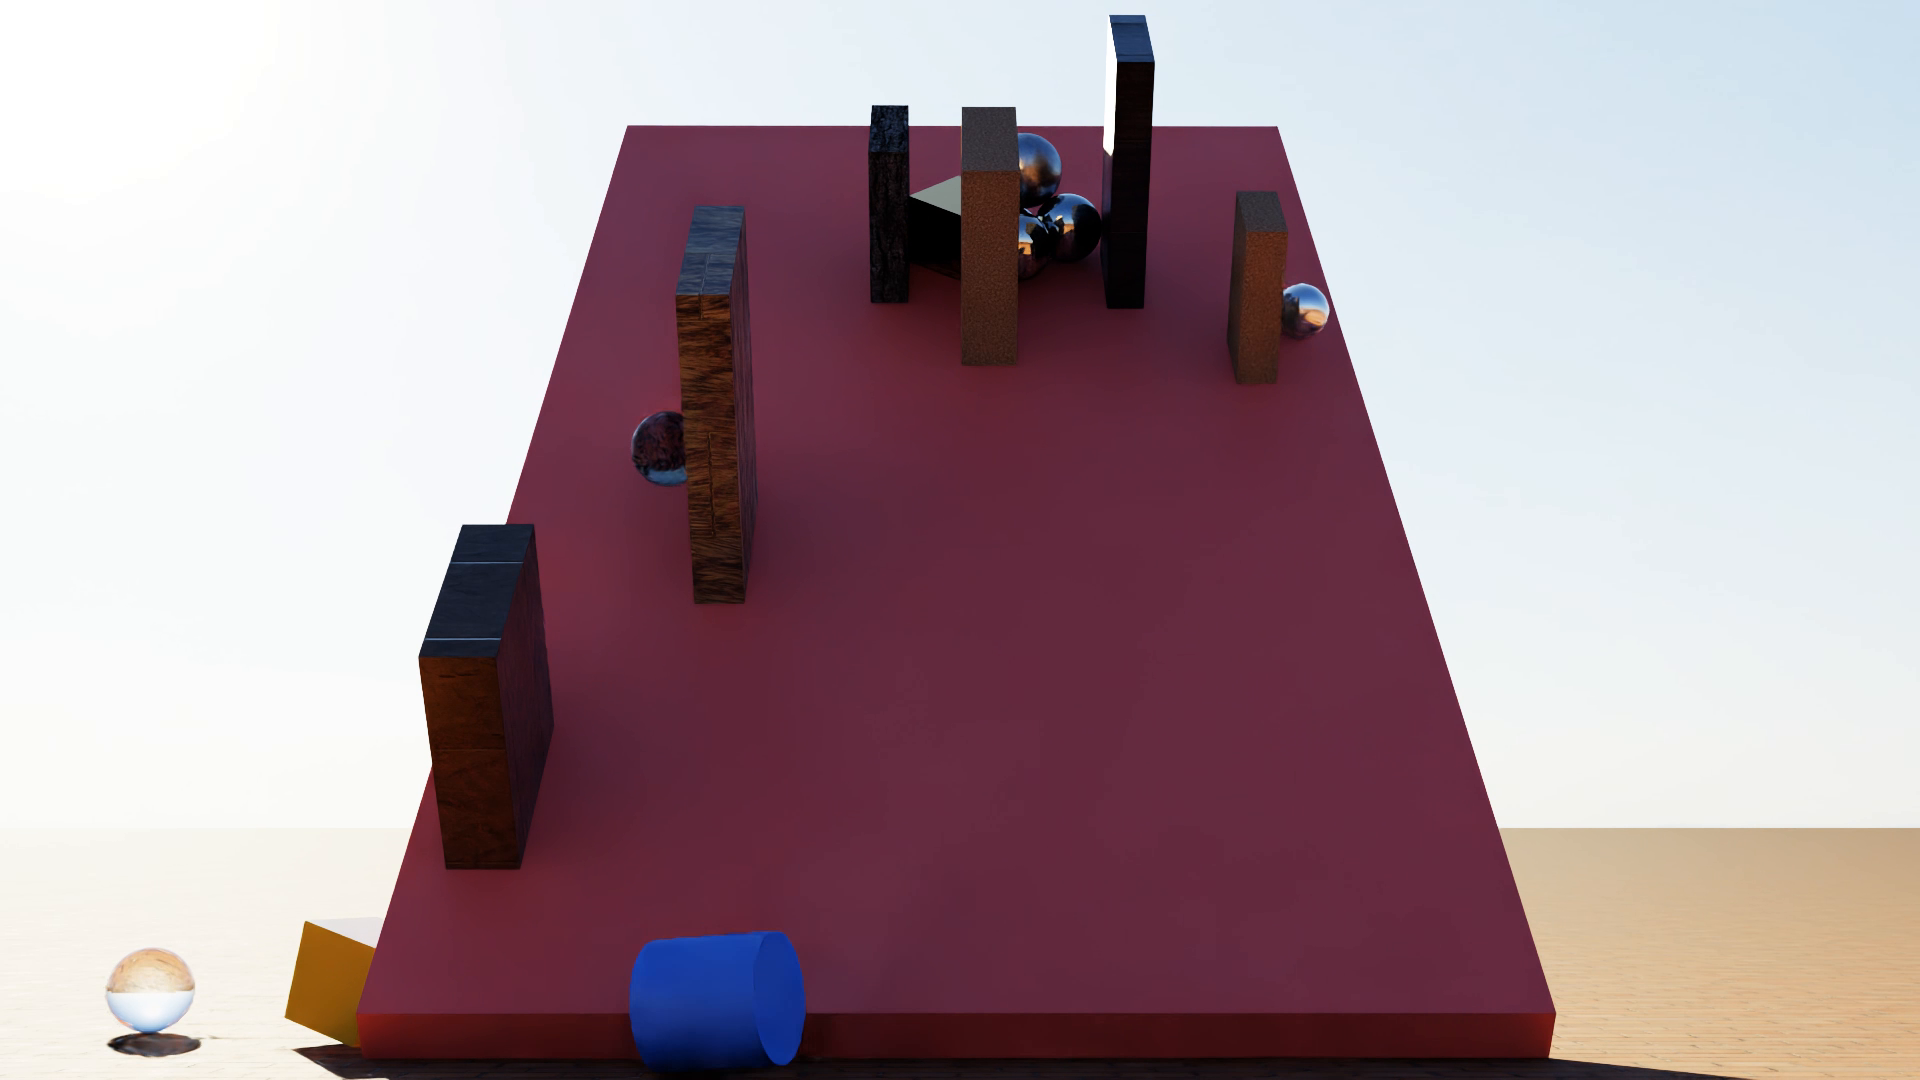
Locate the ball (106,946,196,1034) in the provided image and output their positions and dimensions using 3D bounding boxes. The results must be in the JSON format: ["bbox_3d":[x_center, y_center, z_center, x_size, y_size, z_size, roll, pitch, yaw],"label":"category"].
[{"bbox_3d":[-1.531,0.850,4.599,0.162,0.162,0.162,0,-7,0],"label":"ball"}]

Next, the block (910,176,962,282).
[{"bbox_3d":[-0.001,-0.843,6.573,0.192,0.192,0.192,26,39,36],"label":"block"}]

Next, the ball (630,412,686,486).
[{"bbox_3d":[-0.655,-0.205,5.452,0.168,0.168,0.168,0,-7,0],"label":"ball"}]

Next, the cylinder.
[{"bbox_3d":[-0.381,0.728,3.834,0.208,0.208,0.208,-7,-9,18],"label":"cylinder"}]

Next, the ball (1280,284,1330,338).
[{"bbox_3d":[0.871,-0.584,6.200,0.139,0.139,0.139,0,-7,0],"label":"ball"}]

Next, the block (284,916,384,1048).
[{"bbox_3d":[-1.081,0.801,4.423,0.181,0.181,0.181,13,1,32],"label":"block"}]

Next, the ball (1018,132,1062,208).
[{"bbox_3d":[0.175,-1.001,6.594,0.204,0.204,0.204,0,-7,0],"label":"ball"}]

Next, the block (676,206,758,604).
[{"bbox_3d":[-0.508,-0.286,5.136,0.105,0.718,0.439,0,31,0],"label":"block"}]

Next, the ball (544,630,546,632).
[{"bbox_3d":[-0.914,0.180,4.759,0.201,0.201,0.201,0,-7,0],"label":"ball"}]

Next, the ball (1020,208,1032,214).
[{"bbox_3d":[0.152,-0.851,6.653,0.124,0.124,0.124,0,-7,0],"label":"ball"}]

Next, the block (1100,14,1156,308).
[{"bbox_3d":[0.434,-0.986,6.345,0.096,0.675,0.353,0,31,0],"label":"block"}]

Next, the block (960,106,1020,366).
[{"bbox_3d":[0.073,-0.769,6.132,0.138,0.521,0.423,0,31,0],"label":"block"}]

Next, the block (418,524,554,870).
[{"bbox_3d":[-0.857,0.281,4.443,0.133,0.458,0.445,0,31,0],"label":"block"}]

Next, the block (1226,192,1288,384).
[{"bbox_3d":[0.732,-0.624,6.005,0.099,0.408,0.245,0,31,0],"label":"block"}]

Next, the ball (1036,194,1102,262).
[{"bbox_3d":[0.291,-0.845,6.585,0.186,0.186,0.186,0,-7,0],"label":"ball"}]

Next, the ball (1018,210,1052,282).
[{"bbox_3d":[0.152,-0.783,6.478,0.186,0.186,0.186,0,-7,0],"label":"ball"}]

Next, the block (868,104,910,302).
[{"bbox_3d":[-0.185,-0.889,6.426,0.099,0.423,0.329,0,31,0],"label":"block"}]

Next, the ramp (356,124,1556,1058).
[{"bbox_3d":[-0.014,-0.200,5.789,2.000,0.100,4.000,0,31,0],"label":"ramp"}]
